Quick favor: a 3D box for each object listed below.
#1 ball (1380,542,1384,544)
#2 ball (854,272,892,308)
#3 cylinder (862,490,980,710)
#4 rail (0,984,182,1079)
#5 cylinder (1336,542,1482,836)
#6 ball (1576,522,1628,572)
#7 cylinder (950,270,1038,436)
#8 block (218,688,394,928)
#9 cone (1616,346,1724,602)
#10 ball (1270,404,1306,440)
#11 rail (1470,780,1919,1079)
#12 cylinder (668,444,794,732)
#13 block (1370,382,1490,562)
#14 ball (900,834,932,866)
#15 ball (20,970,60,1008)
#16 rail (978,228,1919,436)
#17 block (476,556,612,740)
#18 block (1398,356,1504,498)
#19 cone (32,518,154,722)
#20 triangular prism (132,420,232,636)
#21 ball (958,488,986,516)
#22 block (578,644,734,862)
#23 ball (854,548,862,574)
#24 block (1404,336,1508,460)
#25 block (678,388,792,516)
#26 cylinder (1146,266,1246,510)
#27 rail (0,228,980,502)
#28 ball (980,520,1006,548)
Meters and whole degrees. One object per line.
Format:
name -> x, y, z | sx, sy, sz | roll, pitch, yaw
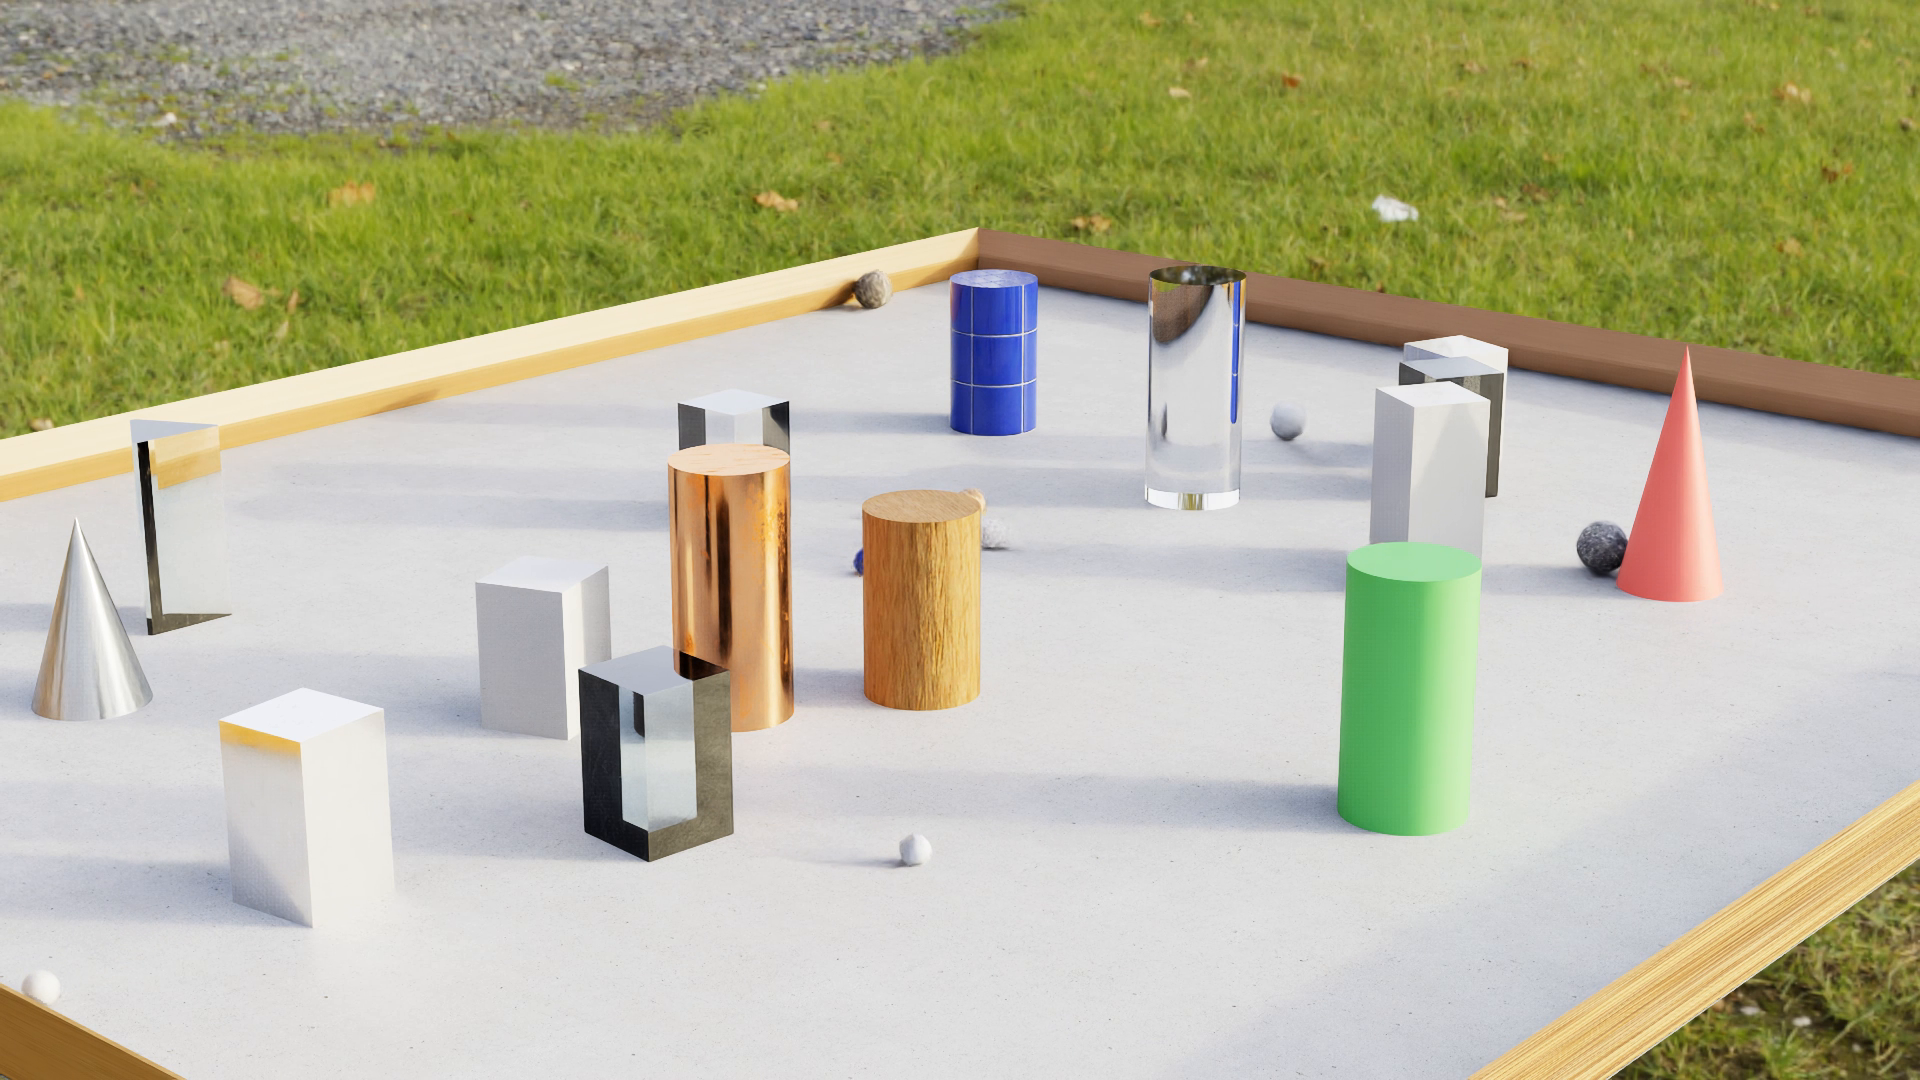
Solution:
ball -> 0.736, 0.049, 5.119 | 0.087, 0.087, 0.087 | 0, 17, 0
ball -> -0.218, -0.625, 7.336 | 0.092, 0.092, 0.092 | 0, 17, 0
cylinder -> -0.060, 0.093, 4.598 | 0.185, 0.305, 0.185 | 0, 17, 0
rail -> -1.367, 0.486, 3.614 | 3.540, 0.120, 0.045 | 14, 22, 39
cylinder -> 0.628, 0.207, 4.106 | 0.185, 0.371, 0.185 | 0, 17, 0
ball -> 1.147, 0.013, 5.230 | 0.092, 0.092, 0.092 | 0, 17, 0
cylinder -> 0.071, -0.396, 6.190 | 0.185, 0.318, 0.185 | 0, 17, 0
block -> -0.853, 0.348, 3.838 | 0.148, 0.256, 0.148 | 11, 20, 32
cone -> 1.250, -0.128, 5.101 | 0.185, 0.436, 0.185 | 0, 17, 0
ball -> 0.685, -0.248, 6.119 | 0.075, 0.075, 0.075 | 0, 17, 0
rail -> 1.318, 0.362, 4.025 | 0.045, 0.120, 4.218 | 14, 22, 39
cylinder -> -0.350, 0.072, 4.492 | 0.185, 0.406, 0.185 | 0, 17, 0
block -> 0.833, -0.103, 5.216 | 0.148, 0.322, 0.148 | -6, 18, -18
ball -> -0.060, 0.420, 3.971 | 0.042, 0.042, 0.042 | 0, 17, 0
ball -> -1.115, 0.544, 3.554 | 0.046, 0.046, 0.046 | 0, 17, 0
rail -> 1.367, -0.426, 6.628 | 3.540, 0.120, 0.045 | 14, 22, 39
block -> -0.634, 0.163, 4.487 | 0.148, 0.235, 0.148 | 6, 18, 20
block -> 0.952, -0.216, 5.716 | 0.148, 0.248, 0.148 | -6, 18, -19
cone -> -1.360, 0.107, 4.554 | 0.185, 0.302, 0.185 | 0, 17, 0
triangular prism -> -1.349, -0.030, 4.956 | 0.139, 0.333, 0.160 | 16, 23, 42
ball -> 0.019, -0.067, 5.550 | 0.060, 0.060, 0.060 | 0, 17, 0
block -> -0.419, 0.293, 4.048 | 0.148, 0.241, 0.148 | -15, 23, -41
ball -> -0.163, 0.038, 5.213 | 0.053, 0.053, 0.053 | 0, 17, 0
block -> 1.002, -0.281, 5.960 | 0.148, 0.231, 0.148 | -9, 19, -28
block -> -0.425, -0.151, 5.537 | 0.148, 0.228, 0.148 | 14, 22, 38
cylinder -> 0.452, -0.293, 5.642 | 0.185, 0.440, 0.185 | 0, 17, 0
rail -> -1.319, -0.302, 6.217 | 0.045, 0.120, 4.218 | 14, 22, 39
ball -> 0.058, -0.012, 5.377 | 0.054, 0.054, 0.054 | 0, 17, 0
